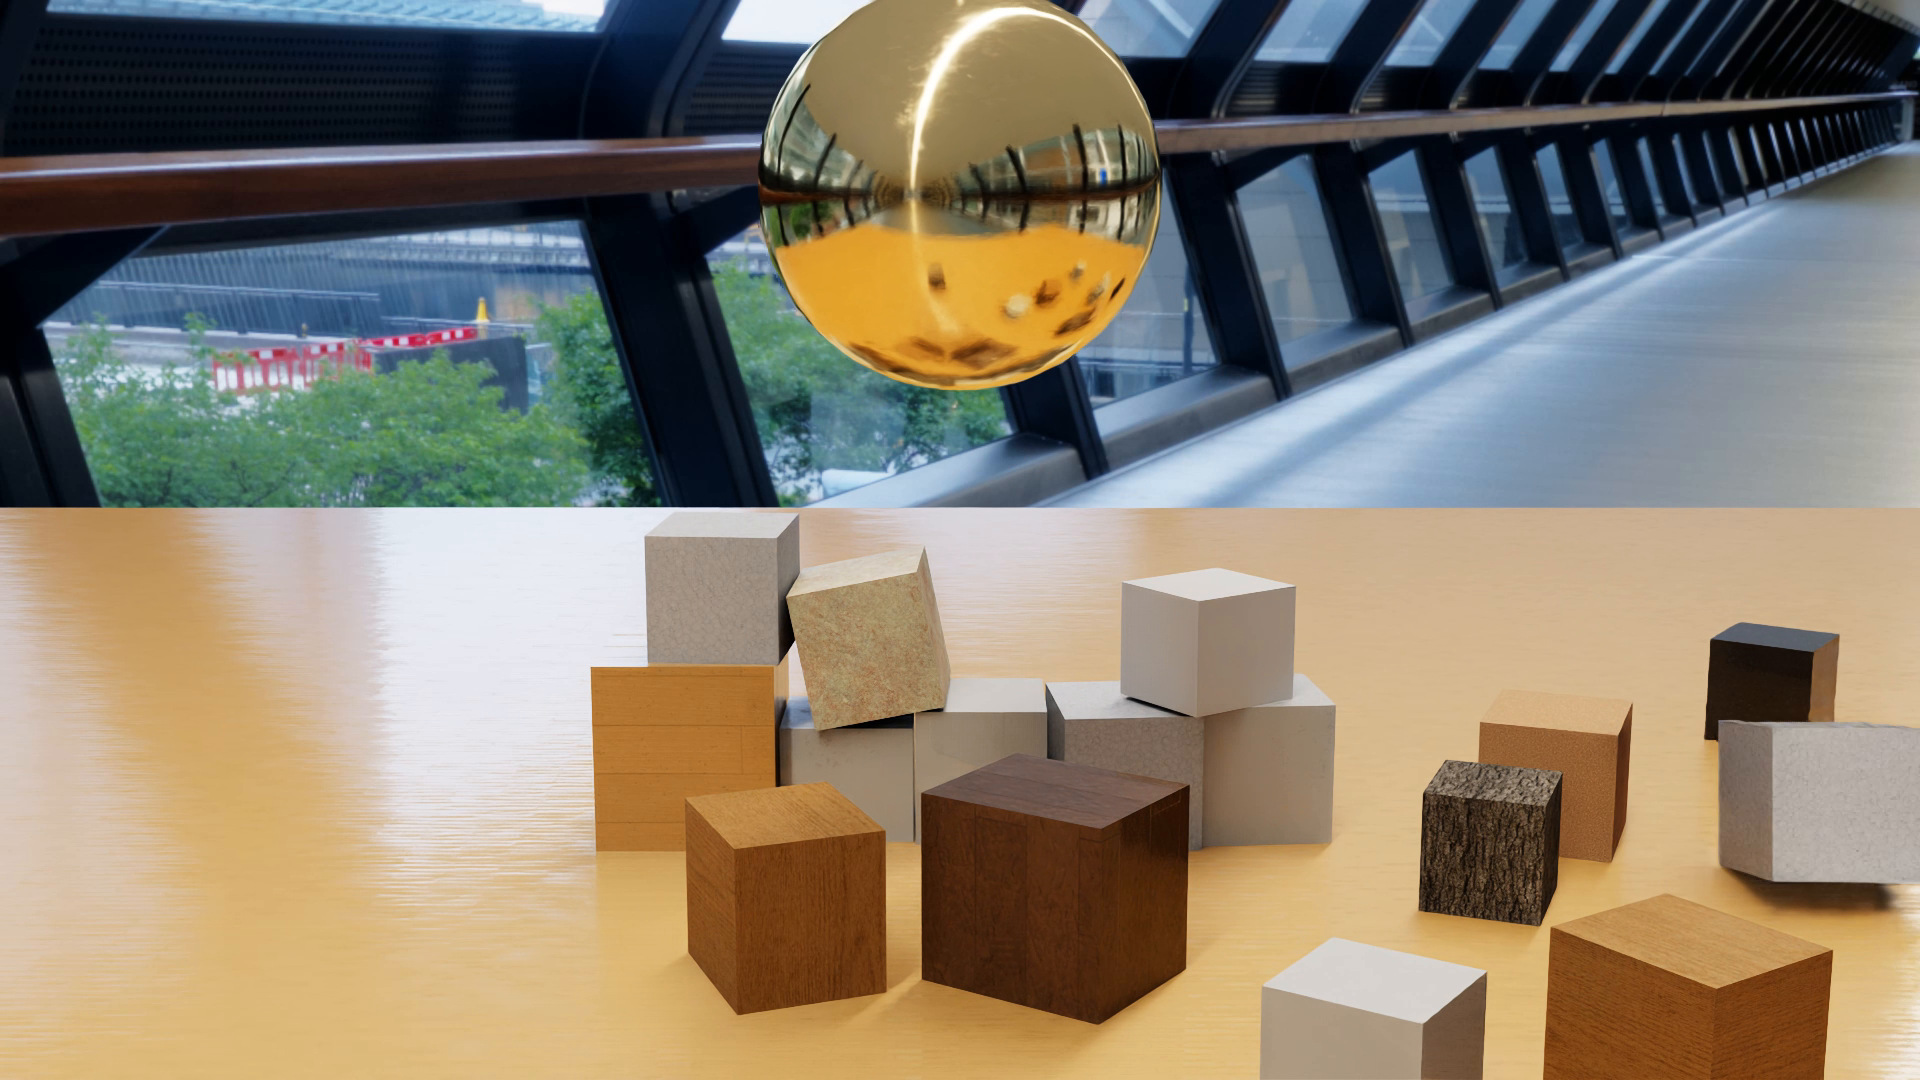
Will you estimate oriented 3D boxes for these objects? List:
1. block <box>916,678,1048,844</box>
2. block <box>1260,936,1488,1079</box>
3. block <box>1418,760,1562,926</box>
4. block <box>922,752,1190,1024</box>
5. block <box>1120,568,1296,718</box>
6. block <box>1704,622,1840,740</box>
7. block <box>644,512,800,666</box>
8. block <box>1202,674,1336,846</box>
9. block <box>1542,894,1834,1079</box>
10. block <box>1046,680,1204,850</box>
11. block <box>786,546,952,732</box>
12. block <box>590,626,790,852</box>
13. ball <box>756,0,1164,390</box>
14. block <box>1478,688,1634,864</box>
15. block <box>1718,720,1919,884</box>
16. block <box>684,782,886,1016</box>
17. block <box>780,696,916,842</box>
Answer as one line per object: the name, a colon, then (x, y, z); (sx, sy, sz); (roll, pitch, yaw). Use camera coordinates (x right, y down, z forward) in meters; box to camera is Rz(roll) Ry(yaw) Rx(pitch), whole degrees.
block: (0.105, 1.137, 11.383); (0.659, 0.691, 0.697); (0, 10, 0)
block: (1.474, 1.837, 7.851); (0.602, 0.576, 0.582); (7, 12, 34)
block: (2.482, 1.403, 10.268); (0.549, 0.566, 0.594); (4, 11, 22)
block: (0.404, 1.448, 9.305); (0.870, 0.822, 0.735); (7, 12, 34)
block: (1.252, 0.506, 11.129); (0.648, 0.582, 0.584); (-7, 13, -35)
block: (4.828, 0.871, 13.073); (0.587, 0.610, 0.576); (7, 13, 35)
block: (-1.194, 0.235, 11.184); (0.658, 0.639, 0.726); (1, 10, 4)
block: (1.516, 1.126, 11.361); (0.671, 0.720, 0.668); (-1, 10, -5)
block: (2.633, 1.765, 7.992); (0.652, 0.669, 0.722); (-7, 12, -33)
block: (0.830, 1.152, 11.285); (0.695, 0.695, 0.750); (-1, 10, -5)
block: (-0.454, 0.490, 11.291); (0.659, 0.696, 0.777); (-11, 9, 4)
block: (-1.369, 1.008, 11.367); (0.903, 0.949, 0.920); (0, 10, 0)
ball: (0.000, -1.391, 8.683); (1.600, 1.600, 1.600); (0, 10, 0)
block: (3.034, 1.188, 11.217); (0.665, 0.650, 0.729); (4, 11, 22)
block: (4.085, 1.228, 10.420); (0.730, 0.703, 0.725); (1, -2, 0)
block: (-0.748, 1.501, 9.340); (0.646, 0.705, 0.758); (-4, 11, -22)
block: (-0.571, 1.180, 11.414); (0.671, 0.593, 0.654); (0, 10, 0)
